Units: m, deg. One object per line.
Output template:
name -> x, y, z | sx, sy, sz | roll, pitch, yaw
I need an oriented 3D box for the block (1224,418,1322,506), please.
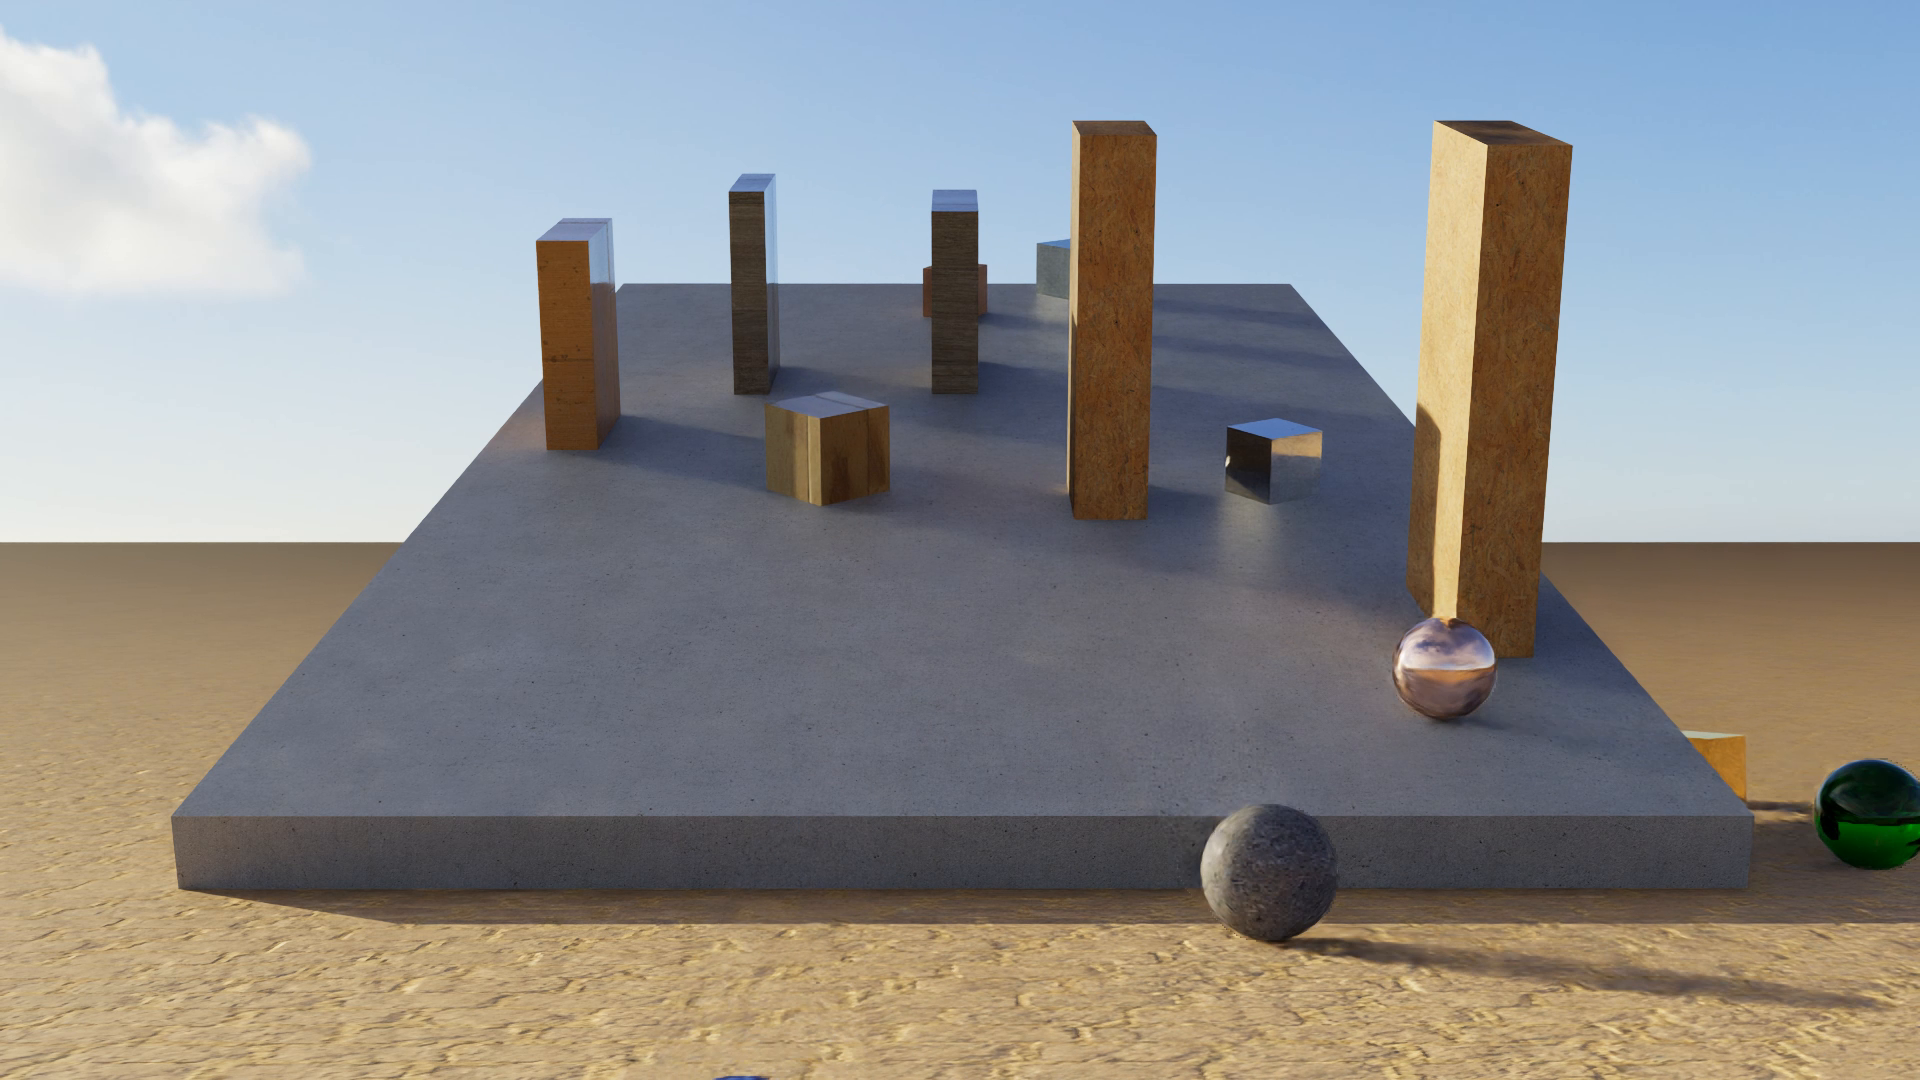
block -> 0.607, -0.153, 4.285 | 0.129, 0.129, 0.129 | -11, 19, -33

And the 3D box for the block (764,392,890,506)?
block -> -0.258, -0.180, 4.299 | 0.171, 0.171, 0.171 | -14, 21, -40

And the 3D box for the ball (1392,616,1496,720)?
ball -> 0.681, 0.180, 3.113 | 0.145, 0.145, 0.145 | 0, 0, 0

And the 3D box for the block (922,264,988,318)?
block -> -0.013, -0.690, 6.118 | 0.134, 0.134, 0.134 | 7, 18, 23

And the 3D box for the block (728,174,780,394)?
block -> -0.486, -0.613, 5.247 | 0.081, 0.471, 0.339 | 0, 16, 0

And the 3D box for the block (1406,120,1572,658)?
block -> 0.814, -0.244, 3.443 | 0.122, 0.774, 0.367 | 0, 16, 0

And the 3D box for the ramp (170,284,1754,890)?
ramp -> -0.002, -0.163, 4.725 | 2.000, 0.100, 4.000 | 0, 16, 0

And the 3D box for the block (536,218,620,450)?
block -> -0.813, -0.446, 4.731 | 0.107, 0.439, 0.333 | 0, 16, 0

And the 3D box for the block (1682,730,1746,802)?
block -> 1.248, 0.386, 3.743 | 0.113, 0.113, 0.113 | 0, 0, -40

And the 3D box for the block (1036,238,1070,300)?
block -> 0.326, -0.790, 6.436 | 0.147, 0.147, 0.147 | -13, 21, -38

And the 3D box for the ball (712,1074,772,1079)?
ball -> -0.127, 0.378, 1.267 | 0.139, 0.139, 0.139 | 0, 0, 0

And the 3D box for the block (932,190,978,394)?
block -> -0.012, -0.599, 5.284 | 0.108, 0.426, 0.390 | 0, 16, 0

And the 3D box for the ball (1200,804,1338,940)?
ball -> 0.344, 0.370, 2.463 | 0.151, 0.151, 0.151 | 0, 0, 0

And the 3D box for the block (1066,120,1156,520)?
block -> 0.281, -0.416, 4.150 | 0.137, 0.708, 0.267 | 0, 16, 0

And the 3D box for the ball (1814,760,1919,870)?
ball -> 1.229, 0.370, 2.978 | 0.149, 0.149, 0.149 | 0, 0, 0
